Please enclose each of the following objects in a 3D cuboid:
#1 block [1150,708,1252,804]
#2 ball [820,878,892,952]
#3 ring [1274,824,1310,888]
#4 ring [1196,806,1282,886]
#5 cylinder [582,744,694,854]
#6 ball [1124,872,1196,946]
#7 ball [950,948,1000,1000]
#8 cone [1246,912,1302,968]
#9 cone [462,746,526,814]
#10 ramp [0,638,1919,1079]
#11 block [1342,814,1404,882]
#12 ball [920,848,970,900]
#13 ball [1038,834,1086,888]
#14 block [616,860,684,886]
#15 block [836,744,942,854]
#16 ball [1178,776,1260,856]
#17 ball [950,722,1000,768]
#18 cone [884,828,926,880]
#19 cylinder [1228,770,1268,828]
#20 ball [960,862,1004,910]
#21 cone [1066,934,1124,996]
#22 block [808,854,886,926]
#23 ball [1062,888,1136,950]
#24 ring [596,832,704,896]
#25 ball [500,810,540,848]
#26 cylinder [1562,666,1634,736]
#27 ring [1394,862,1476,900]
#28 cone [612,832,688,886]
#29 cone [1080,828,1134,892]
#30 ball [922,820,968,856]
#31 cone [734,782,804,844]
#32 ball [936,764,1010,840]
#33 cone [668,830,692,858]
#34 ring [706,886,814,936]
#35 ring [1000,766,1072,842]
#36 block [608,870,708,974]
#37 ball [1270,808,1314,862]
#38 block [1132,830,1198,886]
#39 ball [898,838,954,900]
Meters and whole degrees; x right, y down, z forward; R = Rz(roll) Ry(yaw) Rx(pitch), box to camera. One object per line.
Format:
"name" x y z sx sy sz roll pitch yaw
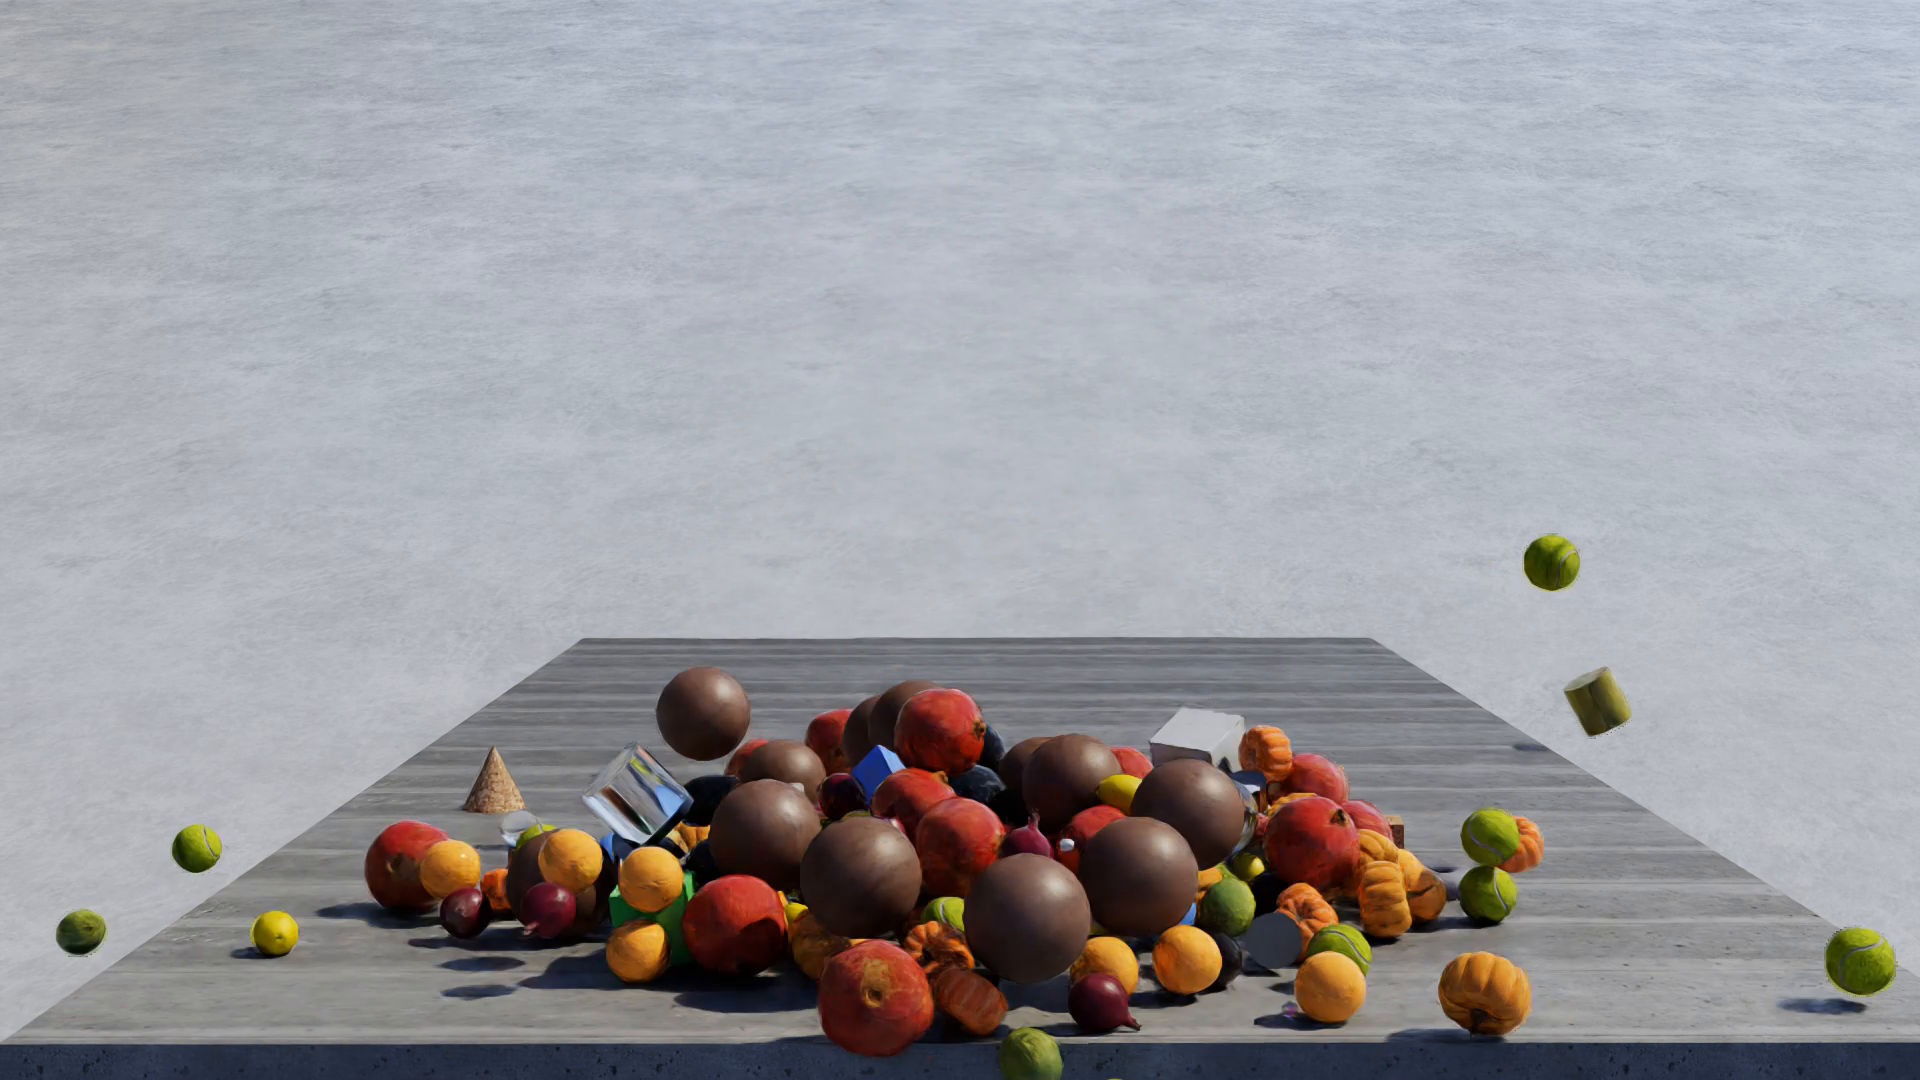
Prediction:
"block" 0.318 0.289 3.389 0.092 0.092 0.092 7 30 34
"ball" -0.116 0.418 2.860 0.082 0.082 0.082 0 20 0
"ring" 0.428 0.408 3.313 0.028 0.084 0.084 15 18 -9
"ring" 0.360 0.392 3.305 0.128 0.128 0.043 -13 43 -32
"cylinder" -0.376 0.302 2.999 0.092 0.092 0.092 -41 12 11
"ball" 0.230 0.427 2.969 0.085 0.085 0.085 0 20 0
"ball" 0.016 0.458 2.714 0.054 0.054 0.054 0 20 0
"cone" 0.348 0.449 2.855 0.062 0.062 0.062 2 -16 6
"cone" -0.714 0.362 3.930 0.097 0.097 0.097 0 4 0
"ramp" 0.047 0.423 4.534 2.000 0.100 4.000 0 4 0
"block" 0.543 0.406 3.382 0.076 0.076 0.076 0 4 6
"ball" -0.018 0.398 3.058 0.060 0.060 0.060 0 20 0
"ball" 0.134 0.409 3.276 0.066 0.066 0.066 0 20 0
"block" -0.374 0.422 3.098 0.064 0.064 0.064 2 -9 9
"block" -0.090 0.326 3.230 0.082 0.082 0.082 33 17 -37
"ball" 0.313 0.335 3.112 0.097 0.097 0.097 0 20 0
"ball" 0.021 0.297 3.692 0.072 0.072 0.072 0 20 0
"cone" -0.069 0.427 3.365 0.083 0.083 0.083 -28 26 -8
"cylinder" 0.359 0.326 3.223 0.054 0.054 0.054 -4 26 2
"ball" 0.027 0.428 3.178 0.057 0.057 0.057 0 20 0
"cone" 0.143 0.469 2.753 0.065 0.065 0.065 2 38 5
"block" -0.134 0.418 3.067 0.069 0.069 0.069 -3 -17 -23
"ball" 0.156 0.433 2.893 0.082 0.082 0.082 0 20 0
"ring" -0.387 0.411 3.207 0.145 0.048 0.145 24 9 -4
"ball" -0.616 0.404 3.595 0.053 0.053 0.053 0 20 0
"cylinder" 1.134 0.287 4.566 0.091 0.091 0.091 -29 3 1
"ring" 0.604 0.434 3.270 0.103 0.034 0.103 0 5 0
"cone" -0.385 0.408 3.047 0.097 0.097 0.097 22 23 -10
"cone" 0.179 0.347 2.890 0.067 0.067 0.067 11 44 27
"ball" -0.020 0.390 3.304 0.059 0.059 0.059 0 20 0
"cone" -0.279 0.374 3.631 0.090 0.090 0.090 14 23 16
"ball" 0.017 0.334 3.261 0.096 0.096 0.096 0 20 0
"cone" -0.401 0.428 3.400 0.070 0.070 0.070 -27 16 14
"ring" -0.239 0.443 3.064 0.128 0.043 0.128 -1 4 0
"ring" 0.105 0.373 3.626 0.124 0.124 0.041 -14 39 -34
"block" -0.337 0.426 2.871 0.087 0.087 0.087 -9 4 2
"ball" 0.438 0.400 3.466 0.077 0.077 0.077 0 20 0
"block" 0.254 0.409 3.242 0.062 0.062 0.062 -3 60 -22
"ball" -0.037 0.414 3.234 0.079 0.079 0.079 0 20 0
